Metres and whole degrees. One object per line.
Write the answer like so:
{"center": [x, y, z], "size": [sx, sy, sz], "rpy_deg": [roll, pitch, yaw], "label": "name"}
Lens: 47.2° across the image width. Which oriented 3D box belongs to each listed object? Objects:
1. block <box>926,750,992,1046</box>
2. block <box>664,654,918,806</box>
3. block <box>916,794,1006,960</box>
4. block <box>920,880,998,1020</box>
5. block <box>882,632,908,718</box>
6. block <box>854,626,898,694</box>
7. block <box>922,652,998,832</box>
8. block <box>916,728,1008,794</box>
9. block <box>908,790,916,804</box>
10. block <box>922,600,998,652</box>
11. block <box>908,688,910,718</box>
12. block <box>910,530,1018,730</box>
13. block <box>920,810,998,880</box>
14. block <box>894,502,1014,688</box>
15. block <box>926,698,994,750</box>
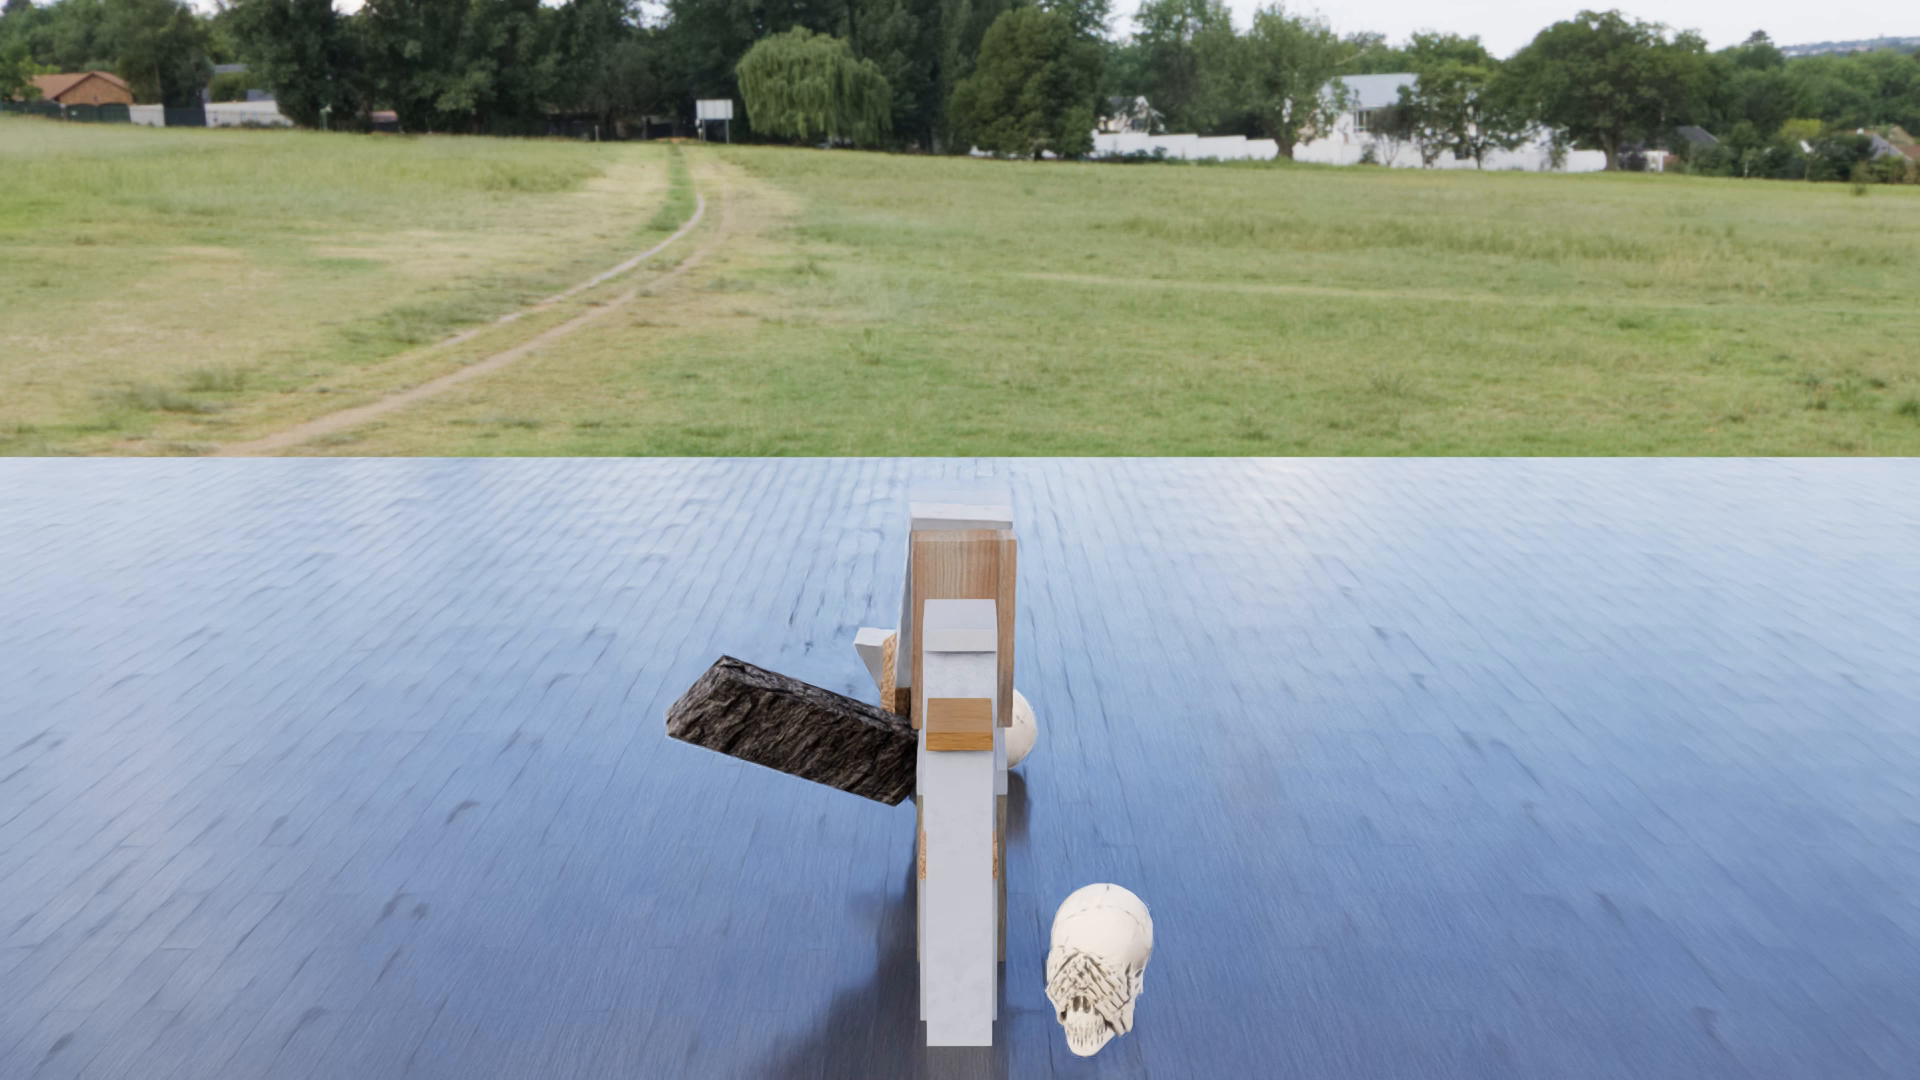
{"center": [-0.001, 0.490, 3.030], "size": [0.090, 0.431, 0.026], "rpy_deg": [0, 11, 0], "label": "block"}
{"center": [-0.237, 0.314, 3.563], "size": [0.468, 0.161, 0.046], "rpy_deg": [23, 37, -36], "label": "block"}
{"center": [0.003, 0.508, 3.365], "size": [0.136, 0.273, 0.039], "rpy_deg": [0, 11, 0], "label": "block"}
{"center": [-0.002, 0.577, 3.141], "size": [0.109, 0.219, 0.031], "rpy_deg": [0, 11, 0], "label": "block"}
{"center": [-0.074, 0.254, 3.780], "size": [0.126, 0.253, 0.036], "rpy_deg": [-26, 44, -32], "label": "block"}
{"center": [-0.051, 0.326, 4.002], "size": [0.126, 0.506, 0.036], "rpy_deg": [5, 54, 25], "label": "block"}
{"center": [0.000, 0.286, 3.187], "size": [0.106, 0.274, 0.030], "rpy_deg": [0, 11, 0], "label": "block"}
{"center": [0.003, 0.338, 3.426], "size": [0.136, 0.039, 0.273], "rpy_deg": [0, 11, 0], "label": "block"}
{"center": [-0.034, 0.460, 4.016], "size": [0.111, 0.031, 0.221], "rpy_deg": [-1, -16, 6], "label": "block"}
{"center": [0.000, 0.124, 3.229], "size": [0.106, 0.030, 0.212], "rpy_deg": [0, 11, 0], "label": "block"}
{"center": [-0.047, 0.284, 3.775], "size": [0.091, 0.183, 0.026], "rpy_deg": [-26, 44, -35], "label": "block"}
{"center": [0.004, 0.143, 3.482], "size": [0.161, 0.322, 0.046], "rpy_deg": [-1, 21, -4], "label": "block"}
{"center": [-0.002, 0.441, 3.190], "size": [0.109, 0.031, 0.219], "rpy_deg": [0, 11, 0], "label": "block"}
{"center": [-0.013, 0.094, 3.537], "size": [0.161, 0.322, 0.046], "rpy_deg": [2, 30, -7], "label": "block"}
{"center": [-0.001, 0.254, 3.048], "size": [0.090, 0.026, 0.181], "rpy_deg": [0, 11, 0], "label": "block"}
